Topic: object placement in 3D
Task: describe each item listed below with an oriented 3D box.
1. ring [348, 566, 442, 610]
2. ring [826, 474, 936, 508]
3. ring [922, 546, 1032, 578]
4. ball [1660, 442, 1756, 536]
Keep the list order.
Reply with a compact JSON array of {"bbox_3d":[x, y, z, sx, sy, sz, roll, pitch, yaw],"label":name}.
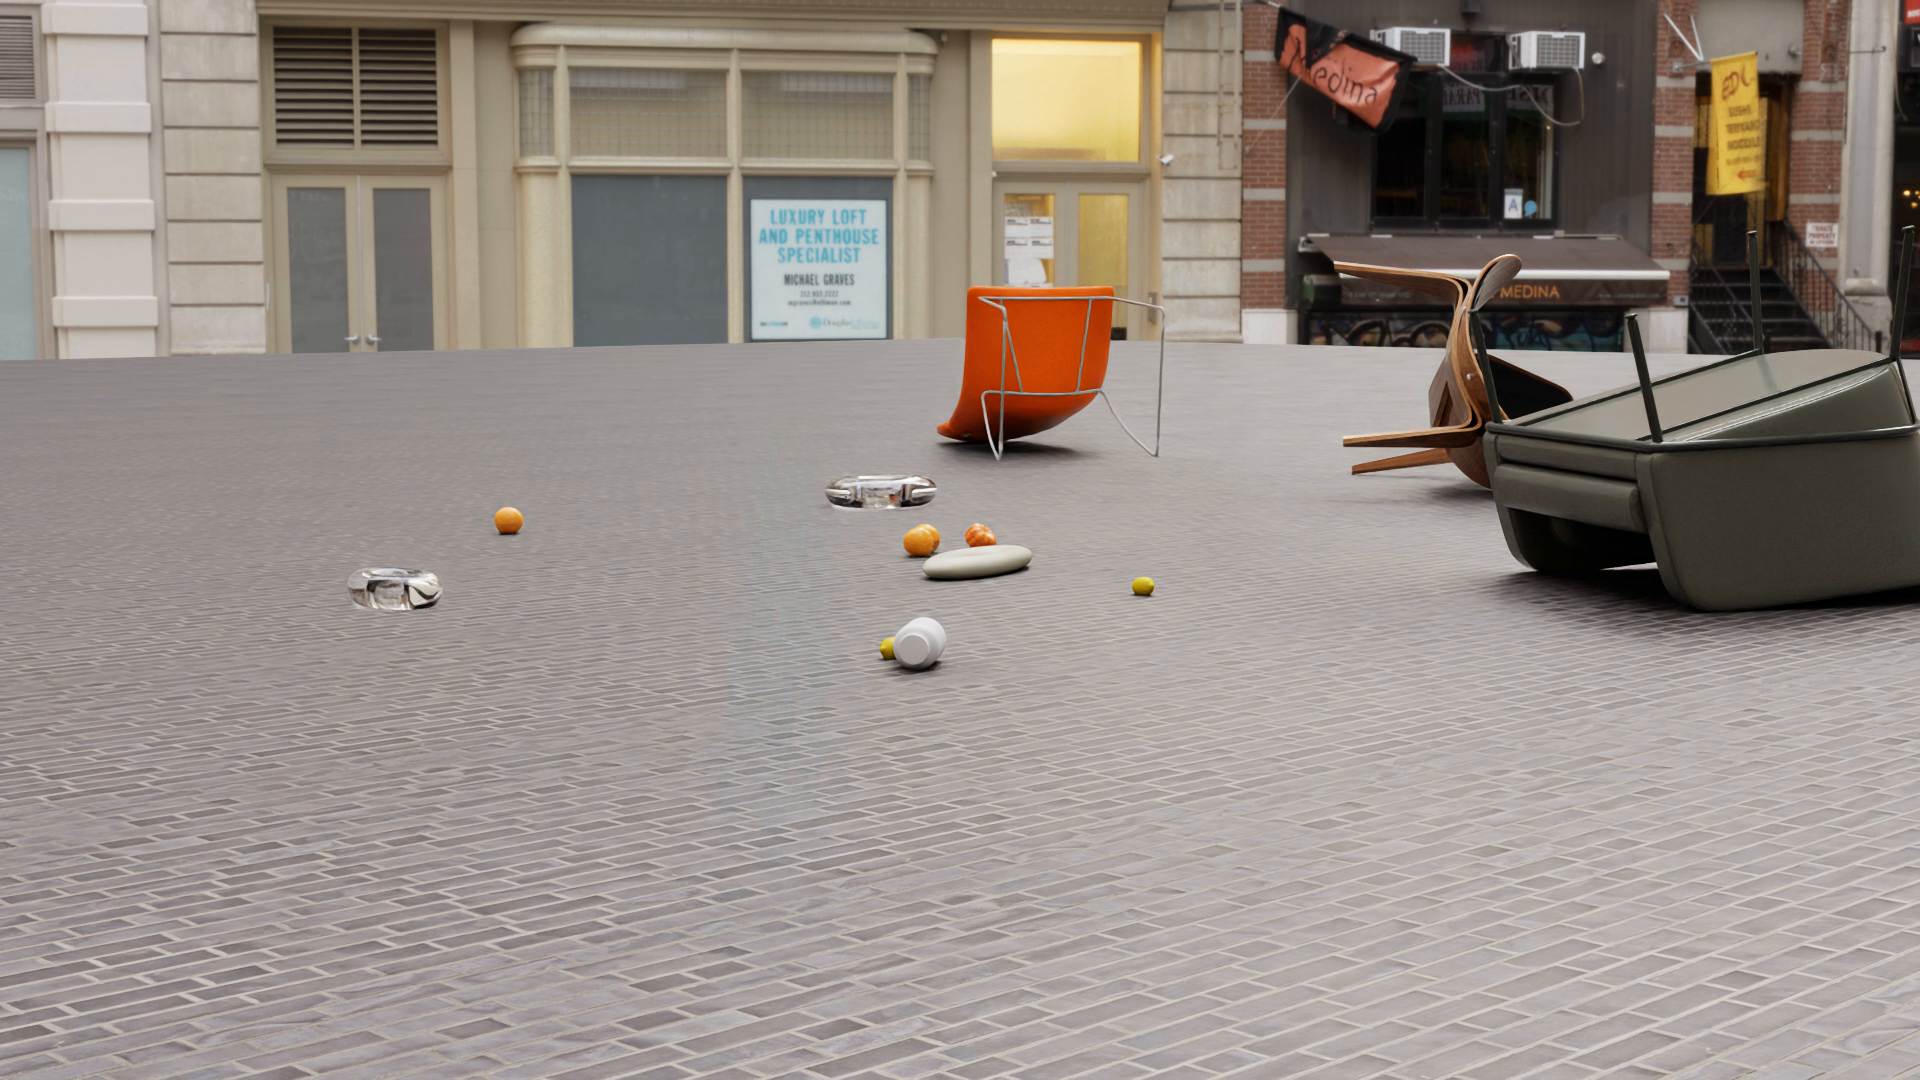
[{"bbox_3d":[-1.133,0.097,5.142,0.239,0.069,0.146,6,10,38],"label":"ring"},{"bbox_3d":[-0.227,-0.141,7.379,0.324,0.084,0.328,0,5,7],"label":"ring"},{"bbox_3d":[0.041,0.048,5.710,0.168,0.048,0.387,2,7,31],"label":"ring"},{"bbox_3d":[1.900,-0.130,6.525,0.236,0.236,0.236,0,6,0],"label":"ball"}]
